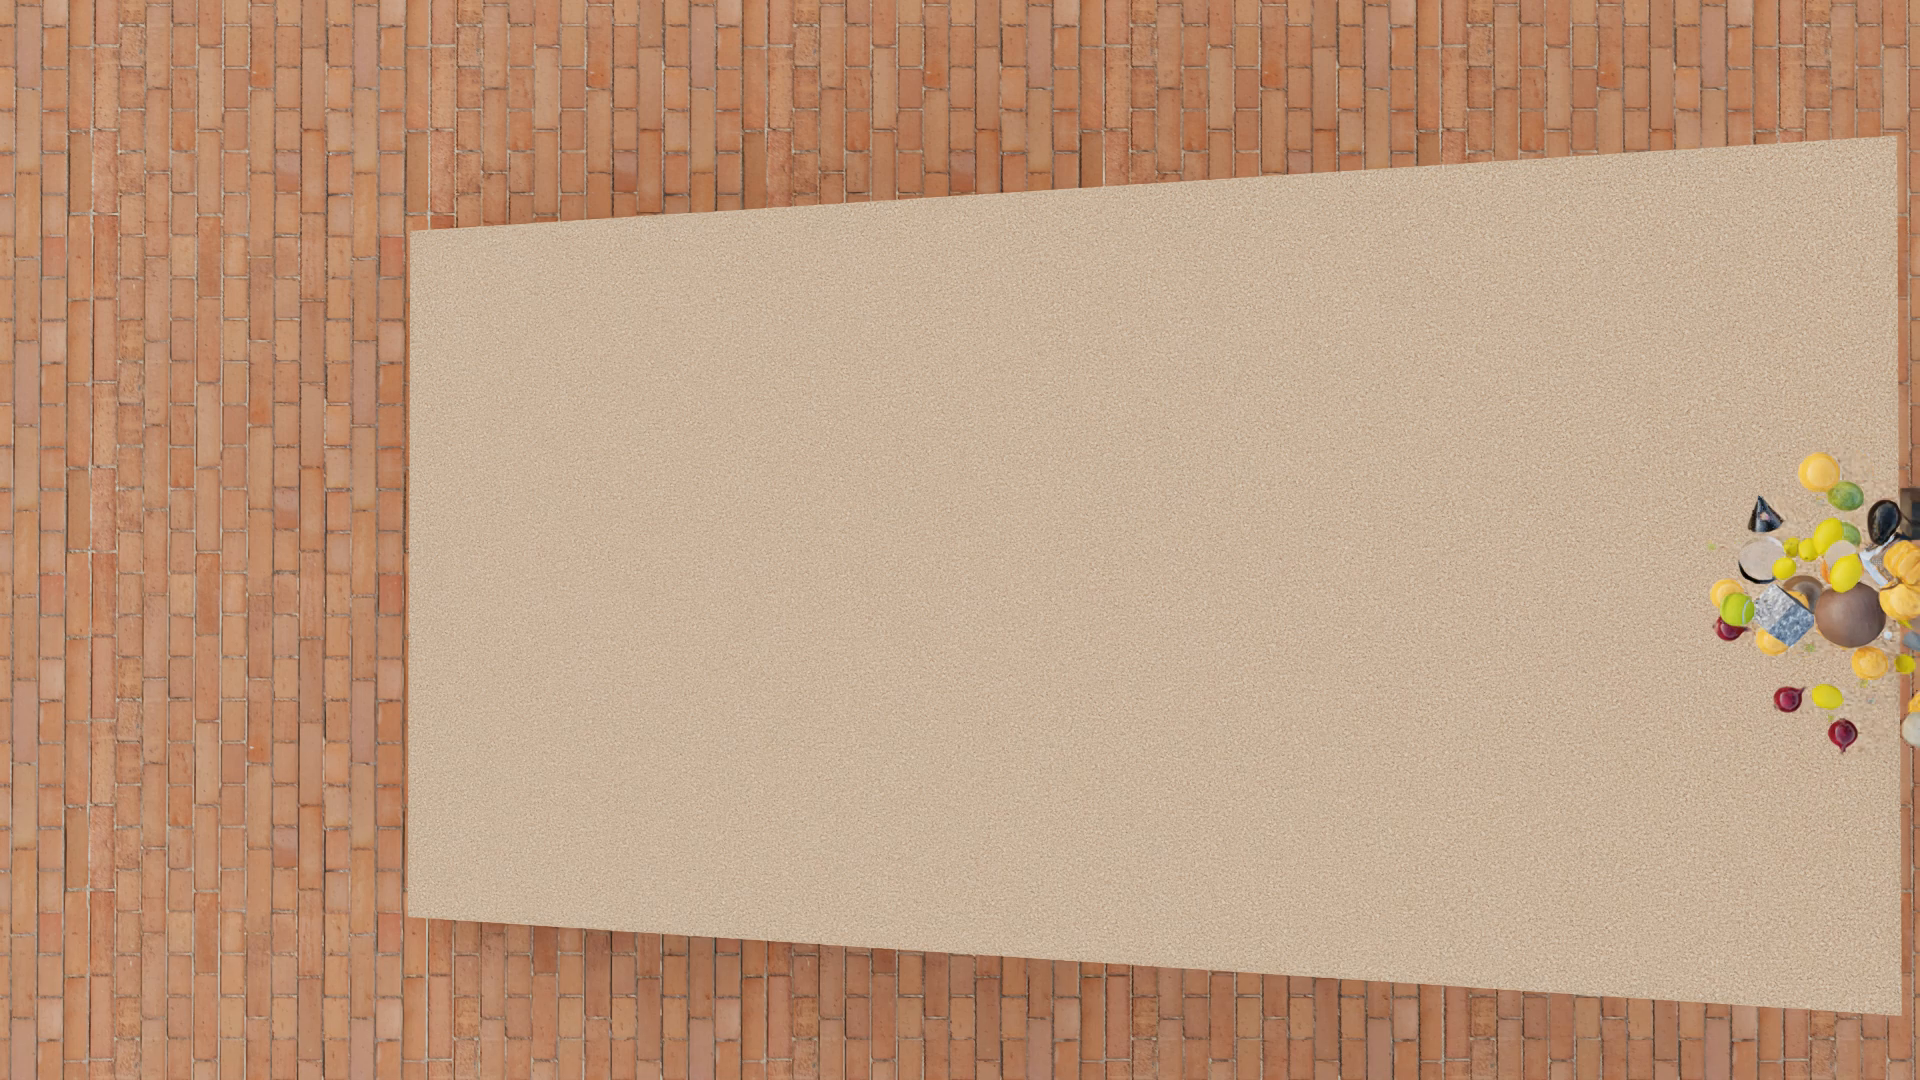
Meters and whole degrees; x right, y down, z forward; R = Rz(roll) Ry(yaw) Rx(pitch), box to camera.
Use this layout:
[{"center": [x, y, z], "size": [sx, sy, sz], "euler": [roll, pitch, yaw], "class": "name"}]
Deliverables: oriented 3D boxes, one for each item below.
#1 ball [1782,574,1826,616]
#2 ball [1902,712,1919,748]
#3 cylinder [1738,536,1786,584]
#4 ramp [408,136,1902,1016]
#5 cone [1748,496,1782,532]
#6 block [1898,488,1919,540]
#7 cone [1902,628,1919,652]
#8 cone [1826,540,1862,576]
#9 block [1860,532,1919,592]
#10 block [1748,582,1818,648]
[{"center": [1.880, 0.127, 4.906], "size": [0.100, 0.100, 0.100], "euler": [0, 89, 0], "class": "ball"}, {"center": [1.884, 0.372, 4.308], "size": [0.072, 0.072, 0.072], "euler": [0, 89, 0], "class": "ball"}, {"center": [1.712, 0.042, 4.690], "size": [0.093, 0.093, 0.093], "euler": [3, 99, 21], "class": "cylinder"}, {"center": [0.282, 0.088, 5.751], "size": [4.000, 0.100, 2.000], "euler": [0, 89, 21], "class": "ramp"}, {"center": [1.697, -0.065, 4.651], "size": [0.072, 0.072, 0.072], "euler": [-22, 117, 0], "class": "cone"}, {"center": [2.025, -0.057, 4.610], "size": [0.084, 0.084, 0.084], "euler": [-4, 110, 7], "class": "block"}, {"center": [2.001, 0.223, 4.569], "size": [0.059, 0.059, 0.059], "euler": [-13, 48, 0], "class": "cone"}, {"center": [1.661, 0.034, 4.096], "size": [0.065, 0.065, 0.065], "euler": [3, 89, -35], "class": "cone"}, {"center": [1.848, 0.042, 4.357], "size": [0.082, 0.082, 0.082], "euler": [-41, 92, 3], "class": "block"}, {"center": [1.736, 0.159, 4.642], "size": [0.083, 0.083, 0.083], "euler": [28, 108, -27], "class": "block"}]
